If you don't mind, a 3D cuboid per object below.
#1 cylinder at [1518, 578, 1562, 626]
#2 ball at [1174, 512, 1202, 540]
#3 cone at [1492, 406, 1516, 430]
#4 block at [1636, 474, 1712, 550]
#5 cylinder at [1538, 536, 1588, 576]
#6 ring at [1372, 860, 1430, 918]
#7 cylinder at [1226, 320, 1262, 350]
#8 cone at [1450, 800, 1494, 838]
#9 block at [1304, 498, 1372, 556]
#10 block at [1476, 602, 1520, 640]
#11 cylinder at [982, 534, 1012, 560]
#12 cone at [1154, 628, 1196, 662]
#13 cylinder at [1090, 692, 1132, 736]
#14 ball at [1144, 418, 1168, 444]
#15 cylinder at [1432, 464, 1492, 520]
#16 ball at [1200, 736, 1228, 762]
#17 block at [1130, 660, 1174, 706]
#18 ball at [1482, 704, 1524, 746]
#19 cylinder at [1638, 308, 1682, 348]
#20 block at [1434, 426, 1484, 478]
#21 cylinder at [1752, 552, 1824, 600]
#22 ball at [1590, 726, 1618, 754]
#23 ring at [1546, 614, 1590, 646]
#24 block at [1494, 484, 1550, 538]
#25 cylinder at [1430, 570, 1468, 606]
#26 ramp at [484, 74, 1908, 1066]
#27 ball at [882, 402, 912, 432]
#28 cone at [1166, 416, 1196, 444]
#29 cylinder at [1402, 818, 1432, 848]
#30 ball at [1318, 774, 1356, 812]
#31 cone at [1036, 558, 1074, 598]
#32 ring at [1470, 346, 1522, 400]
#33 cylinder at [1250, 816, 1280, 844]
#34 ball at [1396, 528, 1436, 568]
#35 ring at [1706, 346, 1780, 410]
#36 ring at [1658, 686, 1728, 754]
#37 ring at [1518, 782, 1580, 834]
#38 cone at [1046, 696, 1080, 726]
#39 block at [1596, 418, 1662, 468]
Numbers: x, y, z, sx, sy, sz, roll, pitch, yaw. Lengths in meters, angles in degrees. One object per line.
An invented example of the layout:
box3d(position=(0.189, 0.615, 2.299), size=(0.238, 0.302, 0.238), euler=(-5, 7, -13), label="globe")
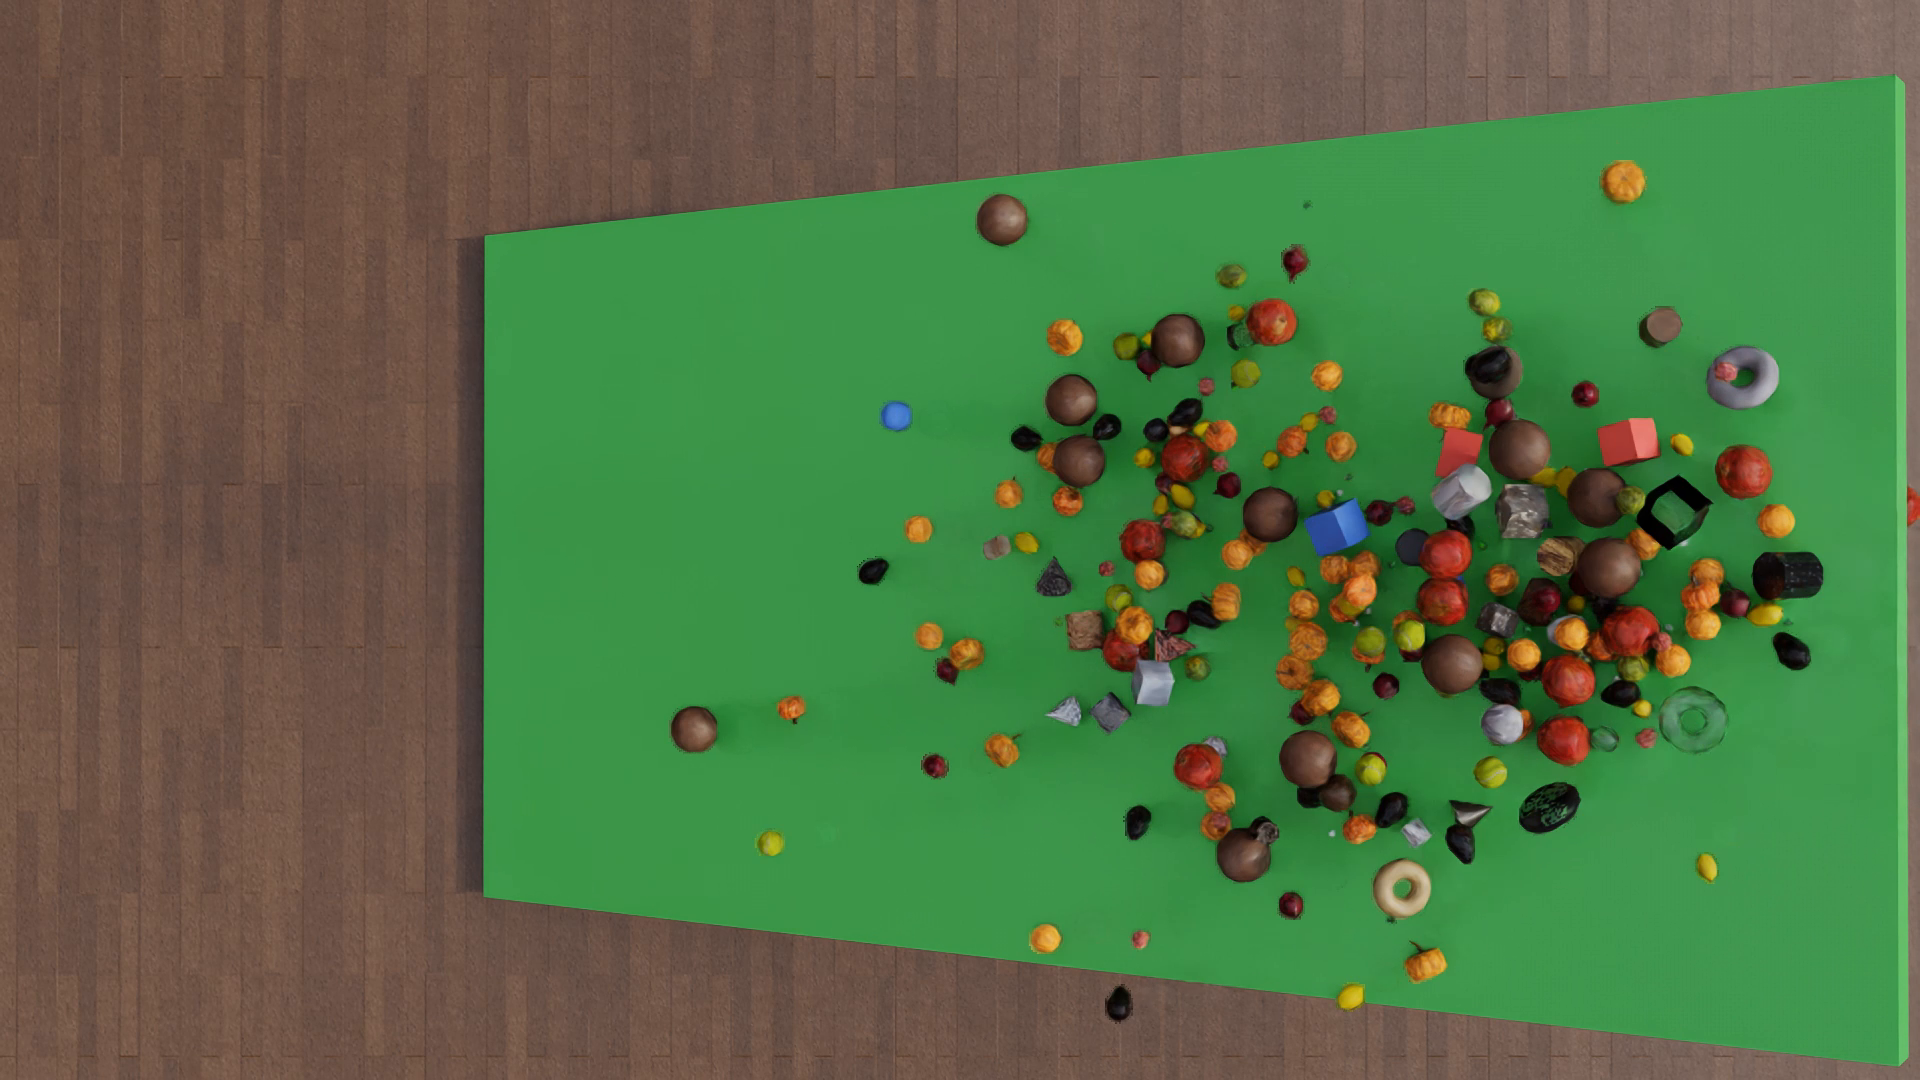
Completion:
box3d(position=(1.259, 0.135, 4.775), size=(0.076, 0.076, 0.076), euler=(32, 57, 0), label="cylinder")
box3d(position=(0.547, -0.035, 5.289), size=(0.067, 0.067, 0.067), euler=(0, 90, 0), label="ball")
box3d(position=(1.195, -0.271, 4.866), size=(0.055, 0.055, 0.055), euler=(0, 89, 34), label="cone")
box3d(position=(1.497, -0.058, 4.613), size=(0.094, 0.094, 0.094), euler=(-27, 57, -26), label="block")
box3d(position=(1.307, 0.033, 4.768), size=(0.083, 0.083, 0.083), euler=(3, 95, 37), label="cylinder")
box3d(position=(0.989, 0.779, 4.920), size=(0.134, 0.045, 0.134), euler=(-1, 95, -7), label="ring")
box3d(position=(0.673, -0.486, 5.211), size=(0.060, 0.060, 0.060), euler=(-13, 89, 36), label="cylinder")
box3d(position=(1.148, 0.608, 4.900), size=(0.086, 0.086, 0.086), euler=(-18, 90, 5), label="cone")
box3d(position=(0.857, -0.029, 4.998), size=(0.091, 0.091, 0.091), euler=(-25, 93, -42), label="block")
box3d(position=(1.183, 0.177, 4.835), size=(0.060, 0.060, 0.060), euler=(25, 82, -18), label="block")
box3d(position=(0.092, 0.019, 5.536), size=(0.052, 0.052, 0.052), euler=(-25, 89, 43), label="cylinder")
box3d(position=(0.524, 0.258, 5.314), size=(0.099, 0.099, 0.099), euler=(-3, 90, 8), label="cone")
box3d(position=(0.367, 0.424, 5.378), size=(0.076, 0.076, 0.076), euler=(-41, 85, 0), label="cylinder")
box3d(position=(0.475, -0.264, 5.326), size=(0.060, 0.060, 0.060), euler=(0, 90, 0), label="ball")
box3d(position=(1.097, -0.105, 4.810), size=(0.092, 0.092, 0.092), euler=(15, 55, -23), label="cylinder")
box3d(position=(0.607, 0.500, 5.247), size=(0.063, 0.063, 0.063), euler=(0, 90, 0), label="ball")
box3d(position=(0.460, 0.343, 5.266), size=(0.077, 0.077, 0.077), euler=(5, 121, -12), label="block")
box3d(position=(1.160, 0.394, 4.702), size=(0.089, 0.089, 0.089), euler=(0, 90, 0), label="ball")
box3d(position=(1.476, -0.448, 4.635), size=(0.073, 0.073, 0.073), euler=(0, 85, 4), label="cylinder")
box3d(position=(1.103, -0.187, 4.859), size=(0.080, 0.080, 0.080), euler=(15, 133, 11), label="block")
box3d(position=(1.687, 0.072, 4.483), size=(0.097, 0.097, 0.097), euler=(-2, 89, -21), label="cylinder")
box3d(position=(1.383, 0.428, 4.716), size=(0.058, 0.058, 0.058), euler=(0, 90, 0), label="ball")
box3d(position=(1.317, 0.196, 4.763), size=(0.093, 0.093, 0.031), euler=(-4, 52, 0), label="ring")
box3d(position=(1.219, -0.063, 4.771), size=(0.084, 0.084, 0.084), euler=(1, 51, -5), label="block")
box3d(position=(1.094, 0.108, 4.923), size=(0.059, 0.059, 0.059), euler=(-36, 90, 37), label="cylinder")
box3d(position=(0.253, 0.069, 5.584), size=(4.000, 0.100, 2.000), euler=(0, 89, 34), label="ramp")
box3d(position=(-0.167, -0.324, 5.759), size=(0.079, 0.079, 0.079), euler=(0, 90, 0), label="ball")
box3d(position=(0.539, -0.269, 5.317), size=(0.069, 0.069, 0.069), euler=(-8, 90, 7), label="cone")
box3d(position=(1.032, 0.662, 4.969), size=(0.051, 0.051, 0.051), euler=(-33, 71, 0), label="cylinder")
box3d(position=(0.857, 0.574, 4.995), size=(0.086, 0.086, 0.086), euler=(0, 90, 0), label="ball")
box3d(position=(0.236, 0.079, 5.509), size=(0.093, 0.093, 0.093), euler=(1, 57, 0), label="cone")
box3d(position=(1.173, -0.367, 4.813), size=(0.121, 0.040, 0.121), euler=(-9, 75, 37), label="ring")
box3d(position=(0.703, 0.672, 5.078), size=(0.054, 0.054, 0.054), euler=(-1, 95, -10), label="cylinder")
box3d(position=(1.020, 0.018, 4.927), size=(0.086, 0.086, 0.086), euler=(0, 90, 0), label="ball")
box3d(position=(1.623, -0.336, 4.560), size=(0.146, 0.049, 0.146), euler=(-15, 56, 23), label="ring")
box3d(position=(1.543, 0.379, 4.629), size=(0.143, 0.048, 0.143), euler=(2, 94, 28), label="ring")
box3d(position=(1.251, 0.569, 4.671), size=(0.139, 0.139, 0.046), euler=(-36, 105, 0), label="ring")
box3d(position=(0.246, 0.430, 5.460), size=(0.078, 0.078, 0.078), euler=(-6, 89, -26), label="cone")
box3d(position=(1.424, -0.208, 4.681), size=(0.085, 0.085, 0.085), euler=(-4, 81, -38), label="block")
